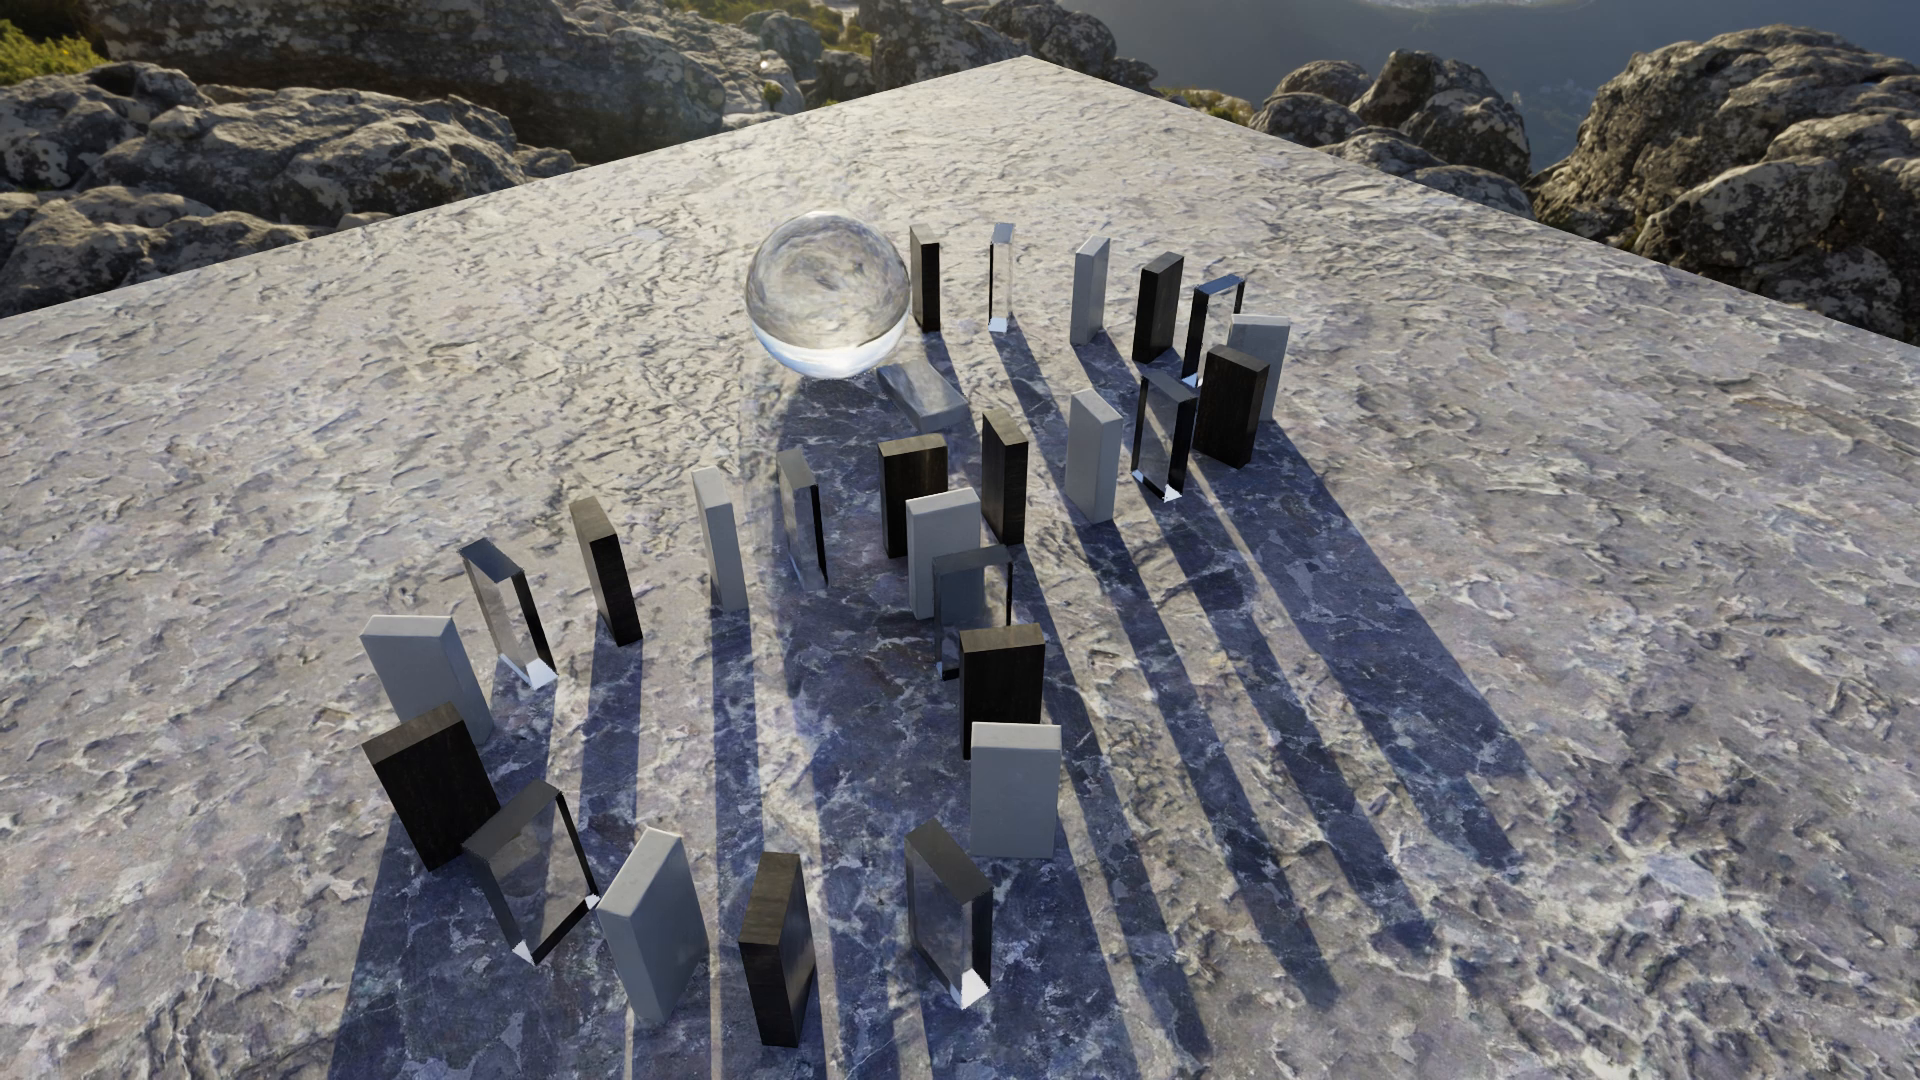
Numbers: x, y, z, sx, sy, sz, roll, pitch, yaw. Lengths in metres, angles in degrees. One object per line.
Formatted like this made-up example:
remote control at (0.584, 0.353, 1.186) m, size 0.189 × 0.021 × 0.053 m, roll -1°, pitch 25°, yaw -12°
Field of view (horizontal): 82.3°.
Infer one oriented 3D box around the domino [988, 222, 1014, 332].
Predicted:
domino at (0.022, -0.139, 0.581) m, size 0.010 × 0.050 × 0.025 m, roll 6°, pitch 40°, yaw 7°

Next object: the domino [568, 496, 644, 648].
domino at (-0.128, 0.012, 0.397) m, size 0.009 × 0.050 × 0.025 m, roll -21°, pitch 44°, yaw -24°

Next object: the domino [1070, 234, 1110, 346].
domino at (0.067, -0.129, 0.569) m, size 0.010 × 0.050 × 0.025 m, roll 17°, pitch 42°, yaw 19°

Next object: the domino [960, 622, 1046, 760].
domino at (0.013, 0.049, 0.352) m, size 0.025 × 0.050 × 0.010 m, roll -6°, pitch 40°, yaw -7°

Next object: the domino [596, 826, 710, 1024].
domino at (-0.079, 0.101, 0.288) m, size 0.010 × 0.050 × 0.025 m, roll 11°, pitch 41°, yaw 13°

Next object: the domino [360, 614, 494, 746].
domino at (-0.171, 0.046, 0.355) m, size 0.025 × 0.050 × 0.009 m, roll 1°, pitch 39°, yaw 1°

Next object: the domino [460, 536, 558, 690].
domino at (-0.155, 0.026, 0.380) m, size 0.025 × 0.050 × 0.010 m, roll 31°, pitch 48°, yaw 32°

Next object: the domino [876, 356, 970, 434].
domino at (-0.018, -0.070, 0.529) m, size 0.025 × 0.010 × 0.050 m, roll -18°, pitch 43°, yaw -21°

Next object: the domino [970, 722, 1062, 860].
domino at (0.016, 0.074, 0.321) m, size 0.025 × 0.050 × 0.010 m, roll 2°, pitch 39°, yaw 2°

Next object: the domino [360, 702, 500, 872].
domino at (-0.153, 0.073, 0.323) m, size 0.025 × 0.050 × 0.009 m, roll -29°, pitch 47°, yaw -30°

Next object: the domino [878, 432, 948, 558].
domino at (-0.018, -0.017, 0.432) m, size 0.025 × 0.050 × 0.010 m, roll -11°, pitch 41°, yaw -13°

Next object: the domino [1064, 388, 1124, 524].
domino at (0.055, -0.034, 0.453) m, size 0.009 × 0.050 × 0.025 m, roll -16°, pitch 42°, yaw -19°

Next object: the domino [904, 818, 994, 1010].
domino at (-0.003, 0.099, 0.290) m, size 0.010 × 0.050 × 0.025 m, roll -25°, pitch 45°, yaw -27°

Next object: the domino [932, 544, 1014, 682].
domino at (0.004, 0.026, 0.380) m, size 0.025 × 0.050 × 0.009 m, roll -11°, pitch 41°, yaw -13°

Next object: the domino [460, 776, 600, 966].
domino at (-0.116, 0.091, 0.300) m, size 0.009 × 0.050 × 0.025 m, roll 20°, pitch 43°, yaw 23°

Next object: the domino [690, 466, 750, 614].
domino at (-0.090, 0.000, 0.411) m, size 0.009 × 0.050 × 0.025 m, roll -15°, pitch 42°, yaw -17°

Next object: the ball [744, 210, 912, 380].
ball at (-0.063, -0.118, 0.531) m, size 0.080 × 0.080 × 0.080 m, roll 0°, pitch 39°, yaw 0°

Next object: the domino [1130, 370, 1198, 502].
domino at (0.086, -0.044, 0.465) m, size 0.009 × 0.050 × 0.025 m, roll -19°, pitch 43°, yaw -22°

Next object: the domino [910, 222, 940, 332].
domino at (-0.018, -0.138, 0.580) m, size 0.010 × 0.050 × 0.025 m, roll -10°, pitch 40°, yaw -12°

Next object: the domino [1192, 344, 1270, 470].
domino at (0.118, -0.058, 0.482) m, size 0.025 × 0.050 × 0.009 m, roll 32°, pitch 49°, yaw 33°

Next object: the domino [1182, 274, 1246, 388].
domino at (0.123, -0.102, 0.536) m, size 0.025 × 0.050 × 0.010 m, roll -26°, pitch 46°, yaw -28°

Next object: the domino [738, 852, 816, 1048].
domino at (-0.046, 0.106, 0.282) m, size 0.009 × 0.050 × 0.025 m, roll 3°, pitch 39°, yaw 4°

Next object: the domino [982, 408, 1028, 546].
domino at (0.018, -0.025, 0.442) m, size 0.009 × 0.050 × 0.025 m, roll -13°, pitch 41°, yaw -15°

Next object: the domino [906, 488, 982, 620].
domino at (-0.006, 0.006, 0.405) m, size 0.025 × 0.050 × 0.009 m, roll -12°, pitch 41°, yaw -14°

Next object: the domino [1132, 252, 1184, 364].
domino at (0.099, -0.117, 0.554) m, size 0.010 × 0.050 × 0.025 m, roll 27°, pitch 46°, yaw 29°

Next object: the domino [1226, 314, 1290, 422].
domino at (0.135, -0.079, 0.508) m, size 0.025 × 0.050 × 0.010 m, roll 4°, pitch 39°, yaw 5°

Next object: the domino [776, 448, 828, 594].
domino at (-0.060, -0.007, 0.420) m, size 0.009 × 0.050 × 0.025 m, roll -14°, pitch 41°, yaw -16°
